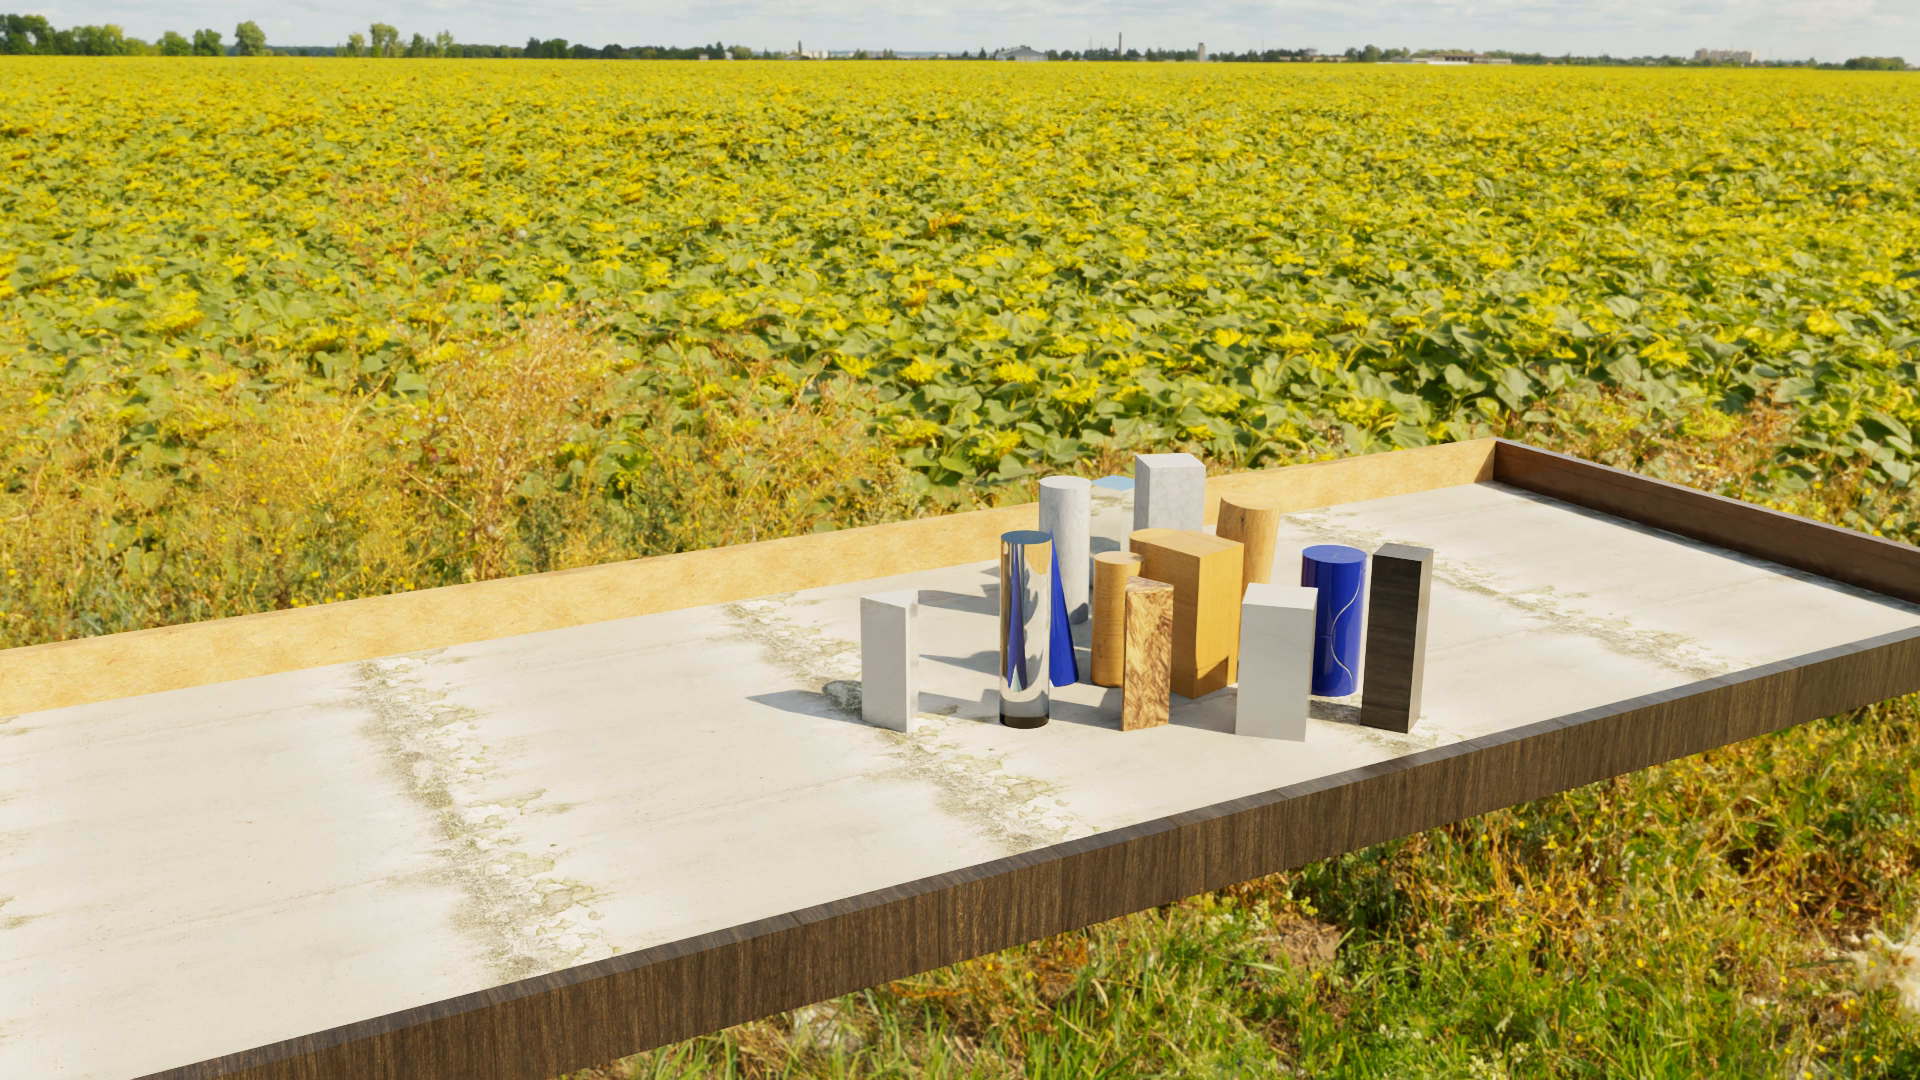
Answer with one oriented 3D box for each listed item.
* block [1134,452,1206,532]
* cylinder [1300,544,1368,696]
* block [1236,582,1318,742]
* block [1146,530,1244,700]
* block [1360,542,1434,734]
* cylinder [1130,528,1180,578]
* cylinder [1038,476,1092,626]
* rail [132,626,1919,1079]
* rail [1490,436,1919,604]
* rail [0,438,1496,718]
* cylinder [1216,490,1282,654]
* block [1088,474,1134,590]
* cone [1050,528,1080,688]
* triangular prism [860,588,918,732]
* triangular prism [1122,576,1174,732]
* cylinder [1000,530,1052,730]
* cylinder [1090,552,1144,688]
[{"bbox_3d":[0.577,-0.007,4.592,0.155,0.443,0.155,-3,17,-9],"label":"block"},{"bbox_3d":[0.914,0.198,4.071,0.156,0.343,0.156,0,16,0],"label":"cylinder"},{"bbox_3d":[0.735,0.282,3.826,0.159,0.321,0.159,4,17,15],"label":"block"},{"bbox_3d":[0.575,0.182,4.088,0.168,0.364,0.168,-15,22,-41],"label":"block"},{"bbox_3d":[1.016,0.228,3.838,0.112,0.419,0.112,9,19,28],"label":"block"},{"bbox_3d":[0.518,0.138,4.327,0.148,0.310,0.148,-1,15,0],"label":"cylinder"},{"bbox_3d":[0.288,0.029,4.565,0.143,0.390,0.143,0,16,0],"label":"cylinder"},{"bbox_3d":[-2.336,1.006,1.665,12.000,0.150,0.050,-9,18,-27],"label":"rail"},{"bbox_3d":[2.466,-0.048,5.253,0.050,0.150,2.100,-9,18,-27],"label":"rail"},{"bbox_3d":[-3.305,0.497,3.399,12.000,0.150,0.050,-9,18,-27],"label":"rail"},{"bbox_3d":[0.735,0.084,4.323,0.157,0.406,0.157,4,21,-2],"label":"cylinder"},{"bbox_3d":[0.459,-0.015,4.846,0.137,0.316,0.137,15,22,41],"label":"block"},{"bbox_3d":[0.225,0.156,4.124,0.155,0.394,0.155,0,16,0],"label":"cone"},{"bbox_3d":[-0.139,0.276,3.872,0.141,0.307,0.122,12,20,35],"label":"triangular prism"},{"bbox_3d":[0.416,0.261,3.858,0.121,0.343,0.105,-6,17,-20],"label":"triangular prism"},{"bbox_3d":[0.152,0.209,3.844,0.119,0.450,0.119,0,16,0],"label":"cylinder"},{"bbox_3d":[0.392,0.197,4.115,0.125,0.317,0.125,1,14,0],"label":"cylinder"}]
